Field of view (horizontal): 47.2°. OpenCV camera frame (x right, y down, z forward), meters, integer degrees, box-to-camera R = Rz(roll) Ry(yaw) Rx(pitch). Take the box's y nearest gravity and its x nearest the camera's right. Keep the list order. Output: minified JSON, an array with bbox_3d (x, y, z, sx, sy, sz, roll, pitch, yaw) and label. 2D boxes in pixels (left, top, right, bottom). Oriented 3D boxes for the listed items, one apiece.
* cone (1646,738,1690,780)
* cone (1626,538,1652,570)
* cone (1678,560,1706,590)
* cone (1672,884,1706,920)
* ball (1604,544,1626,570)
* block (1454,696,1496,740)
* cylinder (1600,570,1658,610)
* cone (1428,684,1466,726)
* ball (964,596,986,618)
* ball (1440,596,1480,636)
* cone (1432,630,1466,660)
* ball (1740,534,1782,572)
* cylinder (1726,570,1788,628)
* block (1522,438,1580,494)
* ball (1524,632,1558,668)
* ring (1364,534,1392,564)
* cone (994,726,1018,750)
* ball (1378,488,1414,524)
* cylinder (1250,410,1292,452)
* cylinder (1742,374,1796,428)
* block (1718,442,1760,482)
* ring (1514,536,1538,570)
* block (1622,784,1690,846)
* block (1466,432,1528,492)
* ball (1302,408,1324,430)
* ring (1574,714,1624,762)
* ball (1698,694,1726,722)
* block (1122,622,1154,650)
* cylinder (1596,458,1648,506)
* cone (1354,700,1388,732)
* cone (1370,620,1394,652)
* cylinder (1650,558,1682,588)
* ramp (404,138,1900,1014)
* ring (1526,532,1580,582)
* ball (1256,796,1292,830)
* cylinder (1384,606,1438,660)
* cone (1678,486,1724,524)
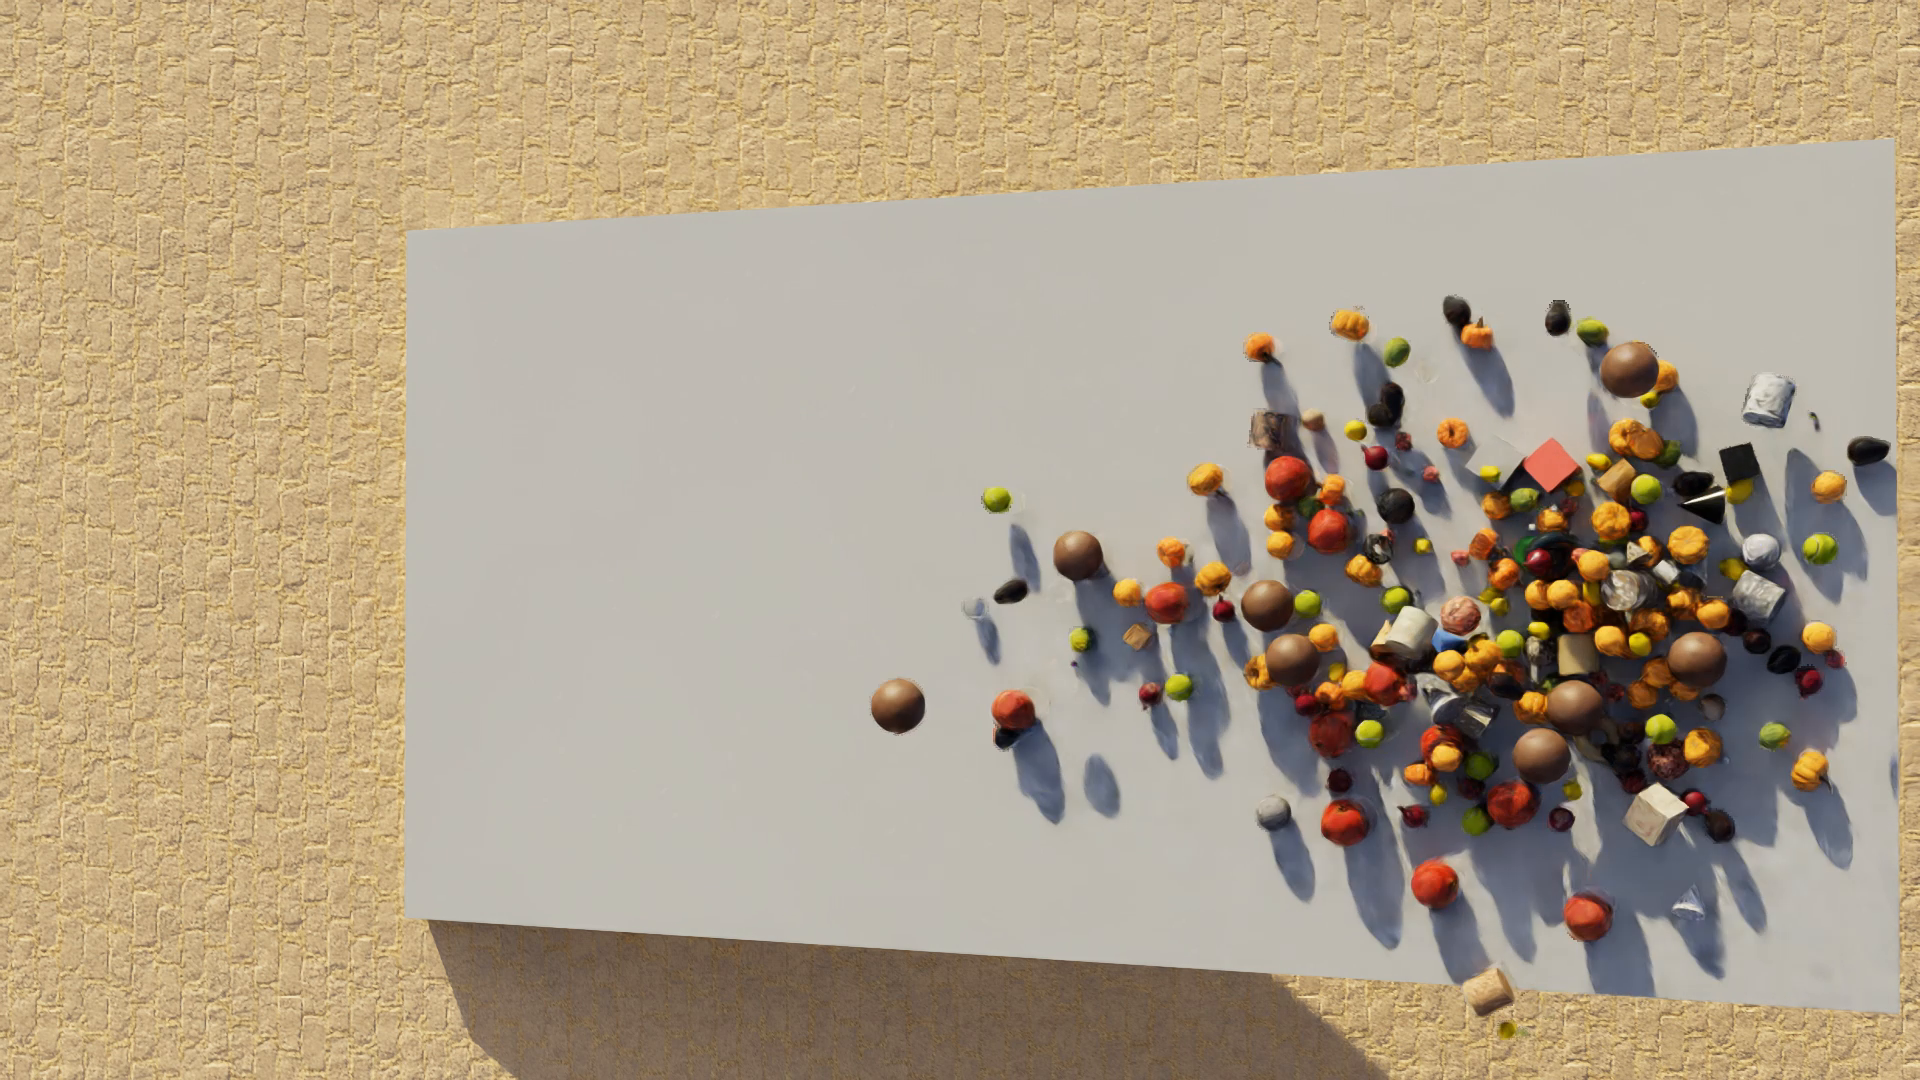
[{"bbox_3d":[1.655,0.516,5.143,0.099,0.099,0.099,0,89,20],"label":"cone"},{"bbox_3d":[1.565,0.023,5.114,0.065,0.065,0.065,-20,64,0],"label":"cone"},{"bbox_3d":[1.734,0.066,5.156,0.072,0.072,0.072,46,63,1],"label":"cone"},{"bbox_3d":[1.714,0.840,5.151,0.078,0.078,0.078,18,67,0],"label":"cone"},{"bbox_3d":[1.541,0.041,5.151,0.062,0.062,0.062,0,89,0],"label":"ball"},{"bbox_3d":[1.241,0.429,5.297,0.065,0.065,0.065,33,49,13],"label":"block"},{"bbox_3d":[1.559,0.116,5.127,0.095,0.095,0.095,1,91,44],"label":"cylinder"},{"bbox_3d":[1.165,0.384,5.355,0.096,0.096,0.096,-33,50,0],"label":"cone"},{"bbox_3d":[0.039,0.176,5.762,0.060,0.060,0.060,0,89,0],"label":"ball"},{"bbox_3d":[1.200,0.182,5.276,0.095,0.095,0.095,0,89,0],"label":"ball"},{"bbox_3d":[1.196,0.249,5.347,0.077,0.077,0.077,-6,89,-4],"label":"cone"},{"bbox_3d":[1.851,0.028,5.082,0.089,0.089,0.089,0,89,0],"label":"ball"},{"bbox_3d":[1.834,0.134,5.058,0.097,0.097,0.097,32,89,28],"label":"cylinder"},{"bbox_3d":[1.410,-0.177,5.245,0.094,0.094,0.094,-43,76,14],"label":"block"},{"bbox_3d":[1.388,0.263,5.249,0.084,0.084,0.084,0,89,0],"label":"ball"},{"bbox_3d":[1.019,0.021,5.363,0.079,0.026,0.079,6,71,-18],"label":"ring"},{"bbox_3d":[0.133,0.511,5.707,0.061,0.061,0.061,11,74,-43],"label":"cone"},{"bbox_3d":[1.065,-0.083,5.373,0.090,0.090,0.090,0,89,0],"label":"ball"},{"bbox_3d":[0.774,-0.273,5.481,0.090,0.090,0.090,9,93,0],"label":"cylinder"},{"bbox_3d":[1.846,-0.316,5.017,0.094,0.094,0.094,19,82,0],"label":"cylinder"},{"bbox_3d":[1.810,-0.181,5.109,0.073,0.073,0.073,-16,84,19],"label":"block"},{"bbox_3d":[1.372,0.031,5.283,0.083,0.028,0.083,0,92,2],"label":"ring"},{"bbox_3d":[1.622,0.641,5.130,0.091,0.091,0.091,42,131,32],"label":"block"},{"bbox_3d":[1.291,-0.187,5.286,0.100,0.100,0.100,38,102,17],"label":"block"},{"bbox_3d":[0.877,-0.300,5.463,0.056,0.056,0.056,0,89,0],"label":"ball"},{"bbox_3d":[1.515,0.469,5.218,0.114,0.038,0.114,-3,76,10],"label":"ring"},{"bbox_3d":[1.754,0.392,5.128,0.062,0.062,0.062,0,89,0],"label":"ball"},{"bbox_3d":[0.455,0.247,5.613,0.051,0.051,0.051,44,103,15],"label":"block"},{"bbox_3d":[1.564,-0.137,5.193,0.084,0.084,0.084,-42,89,15],"label":"cylinder"},{"bbox_3d":[1.018,0.427,5.407,0.080,0.080,0.080,-6,89,-1],"label":"cone"},{"bbox_3d":[1.034,0.226,5.326,0.075,0.075,0.075,6,70,0],"label":"cone"},{"bbox_3d":[1.649,0.078,5.137,0.051,0.051,0.051,-45,68,-1],"label":"cylinder"},{"bbox_3d":[0.281,0.089,5.759,4.000,0.100,2.000,0,89,20],"label":"ramp"},{"bbox_3d":[1.402,0.039,5.205,0.131,0.044,0.131,-1,116,-3],"label":"ring"},{"bbox_3d":[0.780,0.678,5.469,0.087,0.087,0.087,0,89,0],"label":"ball"},{"bbox_3d":[1.064,0.220,5.183,0.093,0.093,0.093,30,76,0],"label":"cylinder"},{"bbox_3d":[1.710,-0.081,5.097,0.094,0.094,0.094,-1,89,1],"label":"cone"}]
